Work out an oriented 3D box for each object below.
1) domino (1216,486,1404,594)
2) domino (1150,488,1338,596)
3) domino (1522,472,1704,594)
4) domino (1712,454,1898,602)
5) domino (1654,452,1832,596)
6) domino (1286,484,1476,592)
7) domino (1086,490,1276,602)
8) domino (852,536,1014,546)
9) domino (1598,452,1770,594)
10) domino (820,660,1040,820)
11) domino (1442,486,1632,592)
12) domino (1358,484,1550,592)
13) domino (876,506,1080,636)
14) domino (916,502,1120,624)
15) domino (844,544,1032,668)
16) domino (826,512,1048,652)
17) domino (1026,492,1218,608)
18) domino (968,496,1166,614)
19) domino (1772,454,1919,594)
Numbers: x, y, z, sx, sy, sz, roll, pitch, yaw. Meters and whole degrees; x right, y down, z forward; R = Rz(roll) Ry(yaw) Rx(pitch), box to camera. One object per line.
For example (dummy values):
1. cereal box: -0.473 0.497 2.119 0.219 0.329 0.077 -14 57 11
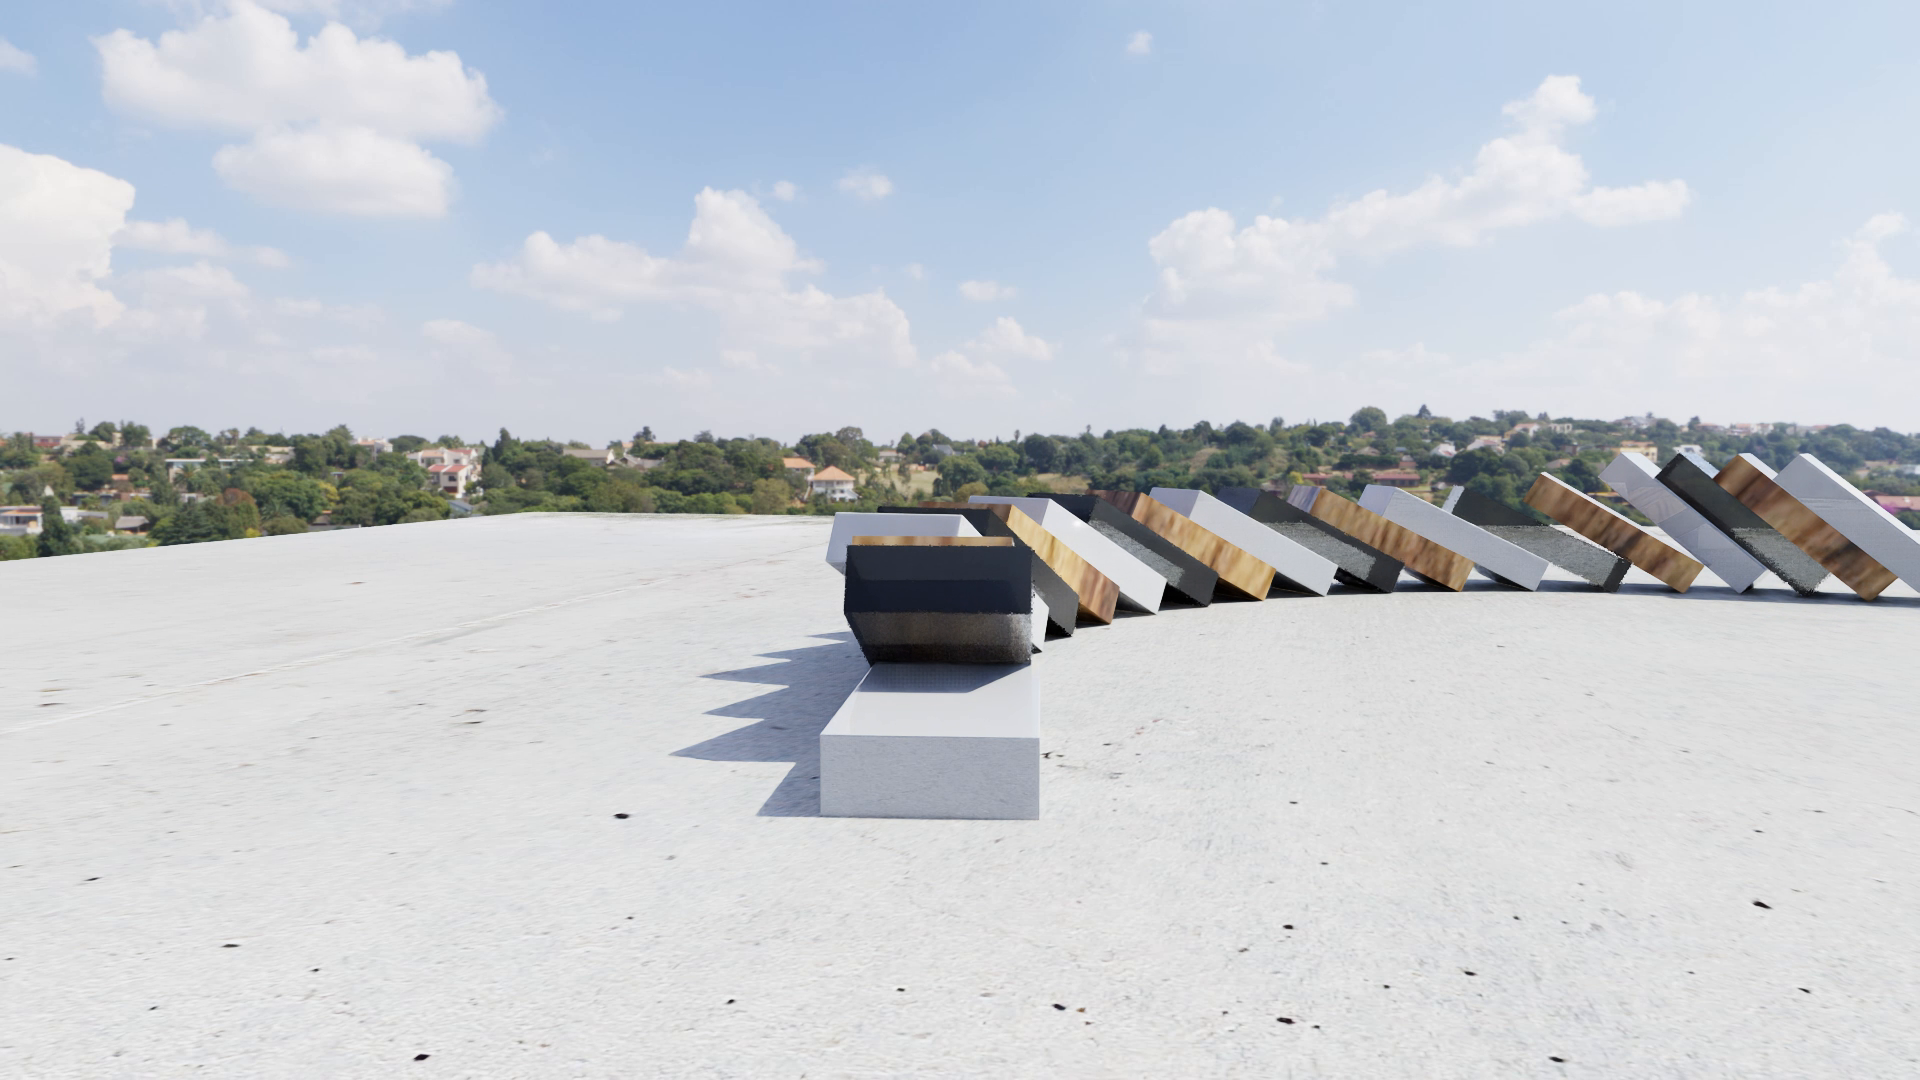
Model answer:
1. domino: 0.099 0.000 0.370 0.050 0.009 0.025 25 -2 -15
2. domino: 0.078 0.000 0.360 0.050 0.010 0.025 26 -6 -21
3. domino: 0.194 -0.003 0.383 0.050 0.009 0.025 35 18 20
4. domino: 0.239 -0.004 0.362 0.025 0.009 0.050 -5 47 -51
5. domino: 0.229 -0.005 0.373 0.025 0.010 0.050 -4 46 -50
6. domino: 0.123 -0.001 0.379 0.050 0.010 0.025 25 3 -4
7. domino: 0.058 0.001 0.348 0.050 0.009 0.025 27 -9 -27
8. domino: -0.002 0.012 0.221 0.025 0.010 0.050 1 -19 7
9. domino: 0.215 -0.006 0.379 0.025 0.009 0.050 -4 46 -50
10. domino: -0.002 0.025 0.170 0.025 0.009 0.050 0 4 4
11. domino: 0.171 -0.001 0.383 0.050 0.009 0.025 27 10 11
12. domino: 0.145 -0.001 0.381 0.050 0.009 0.025 26 3 -3
13. domino: 0.004 0.007 0.270 0.025 0.009 0.050 2 -21 27
14. domino: 0.013 0.006 0.292 0.025 0.009 0.050 3 -20 37
15. domino: -0.002 0.013 0.195 0.025 0.009 0.050 0 -19 3
16. domino: -0.003 0.009 0.248 0.025 0.010 0.050 2 -21 24
17. domino: 0.041 0.003 0.330 0.050 0.009 0.025 29 -15 -37
18. domino: 0.026 0.004 0.313 0.025 0.009 0.050 4 -20 45
19. domino: 0.250 -0.004 0.352 0.025 0.009 0.050 -5 47 -51
